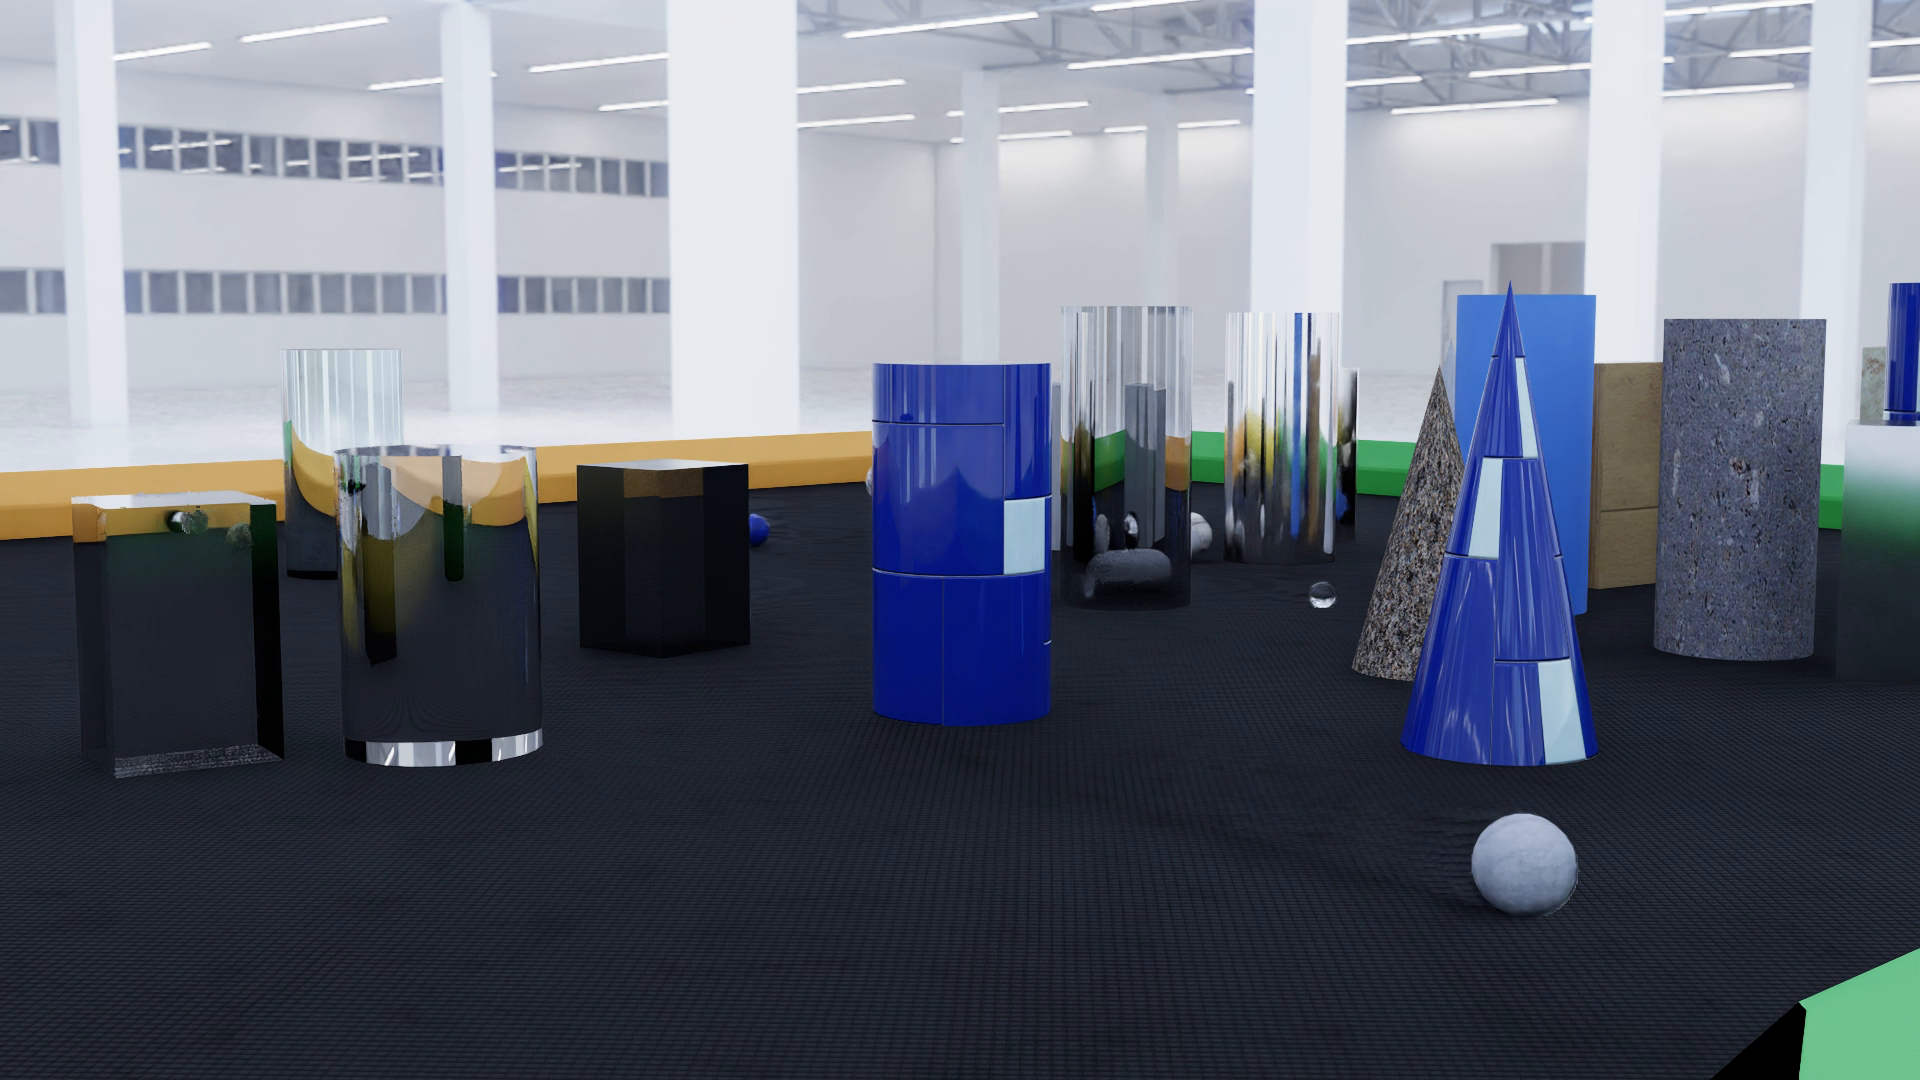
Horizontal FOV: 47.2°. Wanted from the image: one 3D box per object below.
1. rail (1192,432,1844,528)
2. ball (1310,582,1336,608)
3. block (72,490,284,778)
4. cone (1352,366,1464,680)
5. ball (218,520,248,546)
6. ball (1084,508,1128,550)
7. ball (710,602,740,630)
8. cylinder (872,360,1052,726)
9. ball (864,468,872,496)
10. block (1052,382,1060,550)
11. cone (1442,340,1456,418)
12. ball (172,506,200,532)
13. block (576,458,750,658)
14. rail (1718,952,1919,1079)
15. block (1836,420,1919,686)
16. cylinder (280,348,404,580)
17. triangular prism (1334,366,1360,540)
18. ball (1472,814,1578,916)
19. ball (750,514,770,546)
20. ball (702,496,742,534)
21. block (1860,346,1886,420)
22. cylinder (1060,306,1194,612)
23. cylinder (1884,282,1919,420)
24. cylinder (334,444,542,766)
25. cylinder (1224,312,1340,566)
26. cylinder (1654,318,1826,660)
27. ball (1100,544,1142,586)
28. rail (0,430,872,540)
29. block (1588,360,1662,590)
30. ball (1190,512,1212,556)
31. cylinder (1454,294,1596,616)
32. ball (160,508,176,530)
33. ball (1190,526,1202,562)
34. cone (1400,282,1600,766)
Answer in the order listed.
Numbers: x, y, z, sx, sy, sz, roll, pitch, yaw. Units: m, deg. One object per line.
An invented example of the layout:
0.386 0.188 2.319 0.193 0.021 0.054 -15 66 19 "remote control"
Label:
1.544 -0.114 4.749 0.045 0.130 3.958 -5 8 -42 "rail"
0.545 0.083 3.301 0.040 0.040 0.040 0 6 0 "ball"
-0.783 0.088 2.199 0.160 0.259 0.160 -4 7 -32 "block"
0.590 -0.028 2.726 0.200 0.380 0.200 0 6 0 "cone"
-1.377 -0.013 4.167 0.052 0.052 0.052 0 6 0 "ball"
0.271 -0.021 4.101 0.081 0.081 0.081 0 6 0 "ball"
-0.328 0.107 3.072 0.041 0.041 0.041 0 6 0 "ball"
0.002 -0.003 2.447 0.200 0.388 0.200 0 6 0 "cylinder"
-0.179 -0.137 5.179 0.090 0.090 0.090 0 6 0 "ball"
0.215 -0.144 4.196 0.160 0.308 0.160 -3 7 -26 "block"
0.888 -0.169 3.992 0.200 0.399 0.200 0 6 0 "cone"
-1.561 -0.042 4.436 0.054 0.054 0.054 0 6 0 "ball"
-0.394 0.020 2.927 0.160 0.243 0.160 5 8 39 "block"
1.326 0.183 1.902 4.249 0.130 0.045 -5 8 -42 "rail"
1.165 0.012 2.687 0.160 0.309 0.160 3 6 24 "block"
-1.045 -0.133 3.733 0.200 0.380 0.200 0 6 0 "cylinder"
0.686 -0.175 4.349 0.173 0.336 0.150 0 6 0 "triangular prism"
0.416 0.240 1.623 0.076 0.076 0.076 0 6 0 "ball"
-0.392 -0.019 4.173 0.062 0.062 0.062 0 6 0 "ball"
-0.477 -0.052 4.416 0.077 0.077 0.077 0 6 0 "ball"
1.551 -0.118 3.555 0.160 0.387 0.160 4 7 32 "block"
0.253 -0.129 3.350 0.200 0.452 0.200 0 6 0 "cylinder"
1.422 -0.123 3.136 0.200 0.484 0.200 0 6 0 "cylinder"
-0.530 0.060 2.241 0.200 0.305 0.200 0 6 0 "cylinder"
0.574 -0.185 3.936 0.200 0.442 0.200 0 6 0 "cylinder"
1.022 -0.072 2.887 0.200 0.434 0.200 0 6 0 "cylinder"
0.262 0.041 3.577 0.068 0.068 0.068 0 6 0 "ball"
-1.326 -0.115 4.761 4.249 0.130 0.045 -5 8 -42 "rail"
1.048 -0.113 3.626 0.160 0.362 0.160 -4 7 -34 "block"
0.414 -0.009 3.982 0.083 0.083 0.083 0 6 0 "ball"
0.839 -0.130 3.283 0.200 0.468 0.200 0 6 0 "cylinder"
-1.605 -0.042 4.479 0.046 0.046 0.046 0 6 0 "ball"
0.396 0.007 3.905 0.067 0.067 0.067 0 6 0 "ball"
0.553 -0.025 2.236 0.200 0.477 0.200 0 6 0 "cone"
